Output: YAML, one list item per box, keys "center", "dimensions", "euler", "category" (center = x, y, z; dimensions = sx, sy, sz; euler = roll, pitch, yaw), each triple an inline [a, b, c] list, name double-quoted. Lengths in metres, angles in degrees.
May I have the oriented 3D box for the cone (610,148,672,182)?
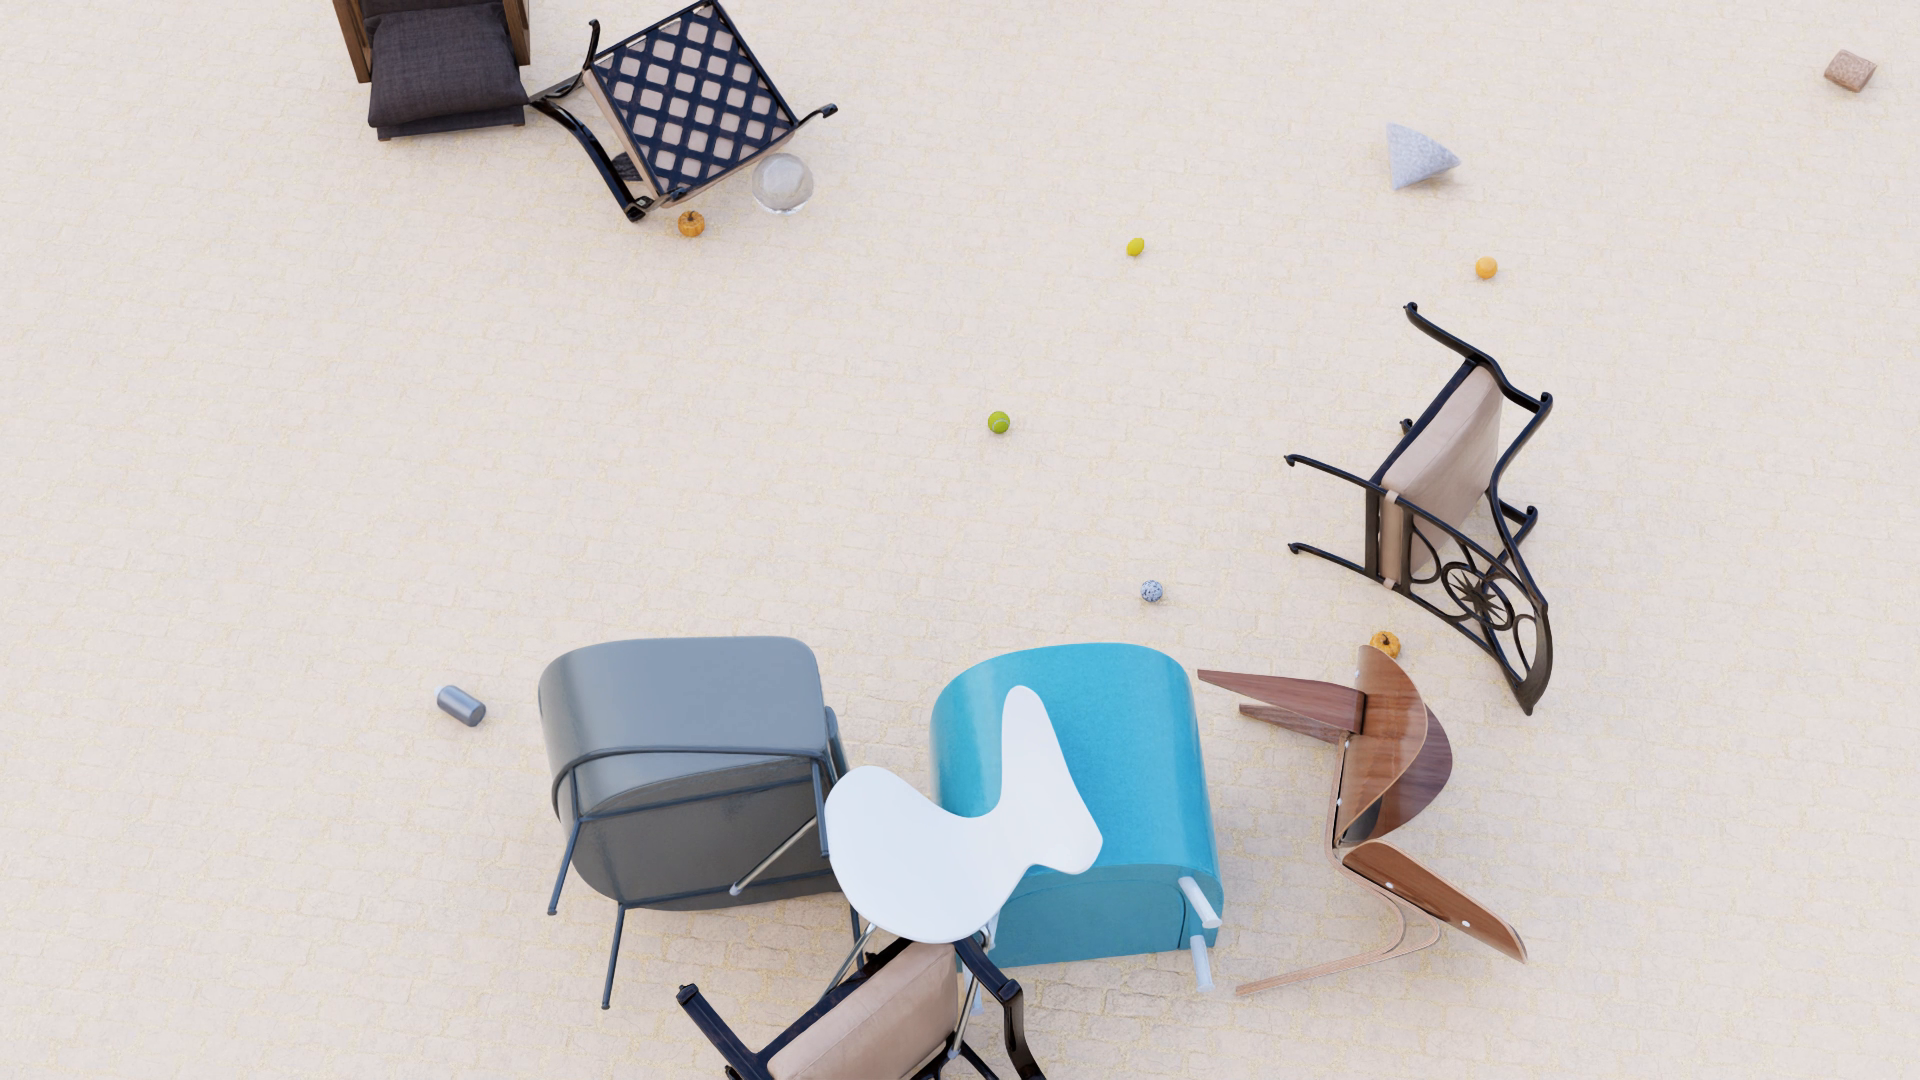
- center: [-1.078, -1.282, 7.403]
  dimensions: [0.208, 0.115, 0.111]
  euler: [-10, 29, -5]
  category: "cone"

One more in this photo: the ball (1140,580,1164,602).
- center: [0.561, 0.149, 6.434]
  dimensions: [0.066, 0.066, 0.066]
  euler: [0, 56, 0]
  category: "ball"

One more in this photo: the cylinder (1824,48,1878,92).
- center: [3.084, -1.626, 7.615]
  dimensions: [0.128, 0.083, 0.149]
  euler: [34, 56, 20]
  category: "cylinder"

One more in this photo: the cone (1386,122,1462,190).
- center: [1.502, -1.245, 7.356]
  dimensions: [0.299, 0.197, 0.187]
  euler: [33, 90, 28]
  category: "cone"

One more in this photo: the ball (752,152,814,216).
- center: [-0.583, -1.172, 7.237]
  dimensions: [0.204, 0.204, 0.204]
  euler: [0, 56, 0]
  category: "ball"
